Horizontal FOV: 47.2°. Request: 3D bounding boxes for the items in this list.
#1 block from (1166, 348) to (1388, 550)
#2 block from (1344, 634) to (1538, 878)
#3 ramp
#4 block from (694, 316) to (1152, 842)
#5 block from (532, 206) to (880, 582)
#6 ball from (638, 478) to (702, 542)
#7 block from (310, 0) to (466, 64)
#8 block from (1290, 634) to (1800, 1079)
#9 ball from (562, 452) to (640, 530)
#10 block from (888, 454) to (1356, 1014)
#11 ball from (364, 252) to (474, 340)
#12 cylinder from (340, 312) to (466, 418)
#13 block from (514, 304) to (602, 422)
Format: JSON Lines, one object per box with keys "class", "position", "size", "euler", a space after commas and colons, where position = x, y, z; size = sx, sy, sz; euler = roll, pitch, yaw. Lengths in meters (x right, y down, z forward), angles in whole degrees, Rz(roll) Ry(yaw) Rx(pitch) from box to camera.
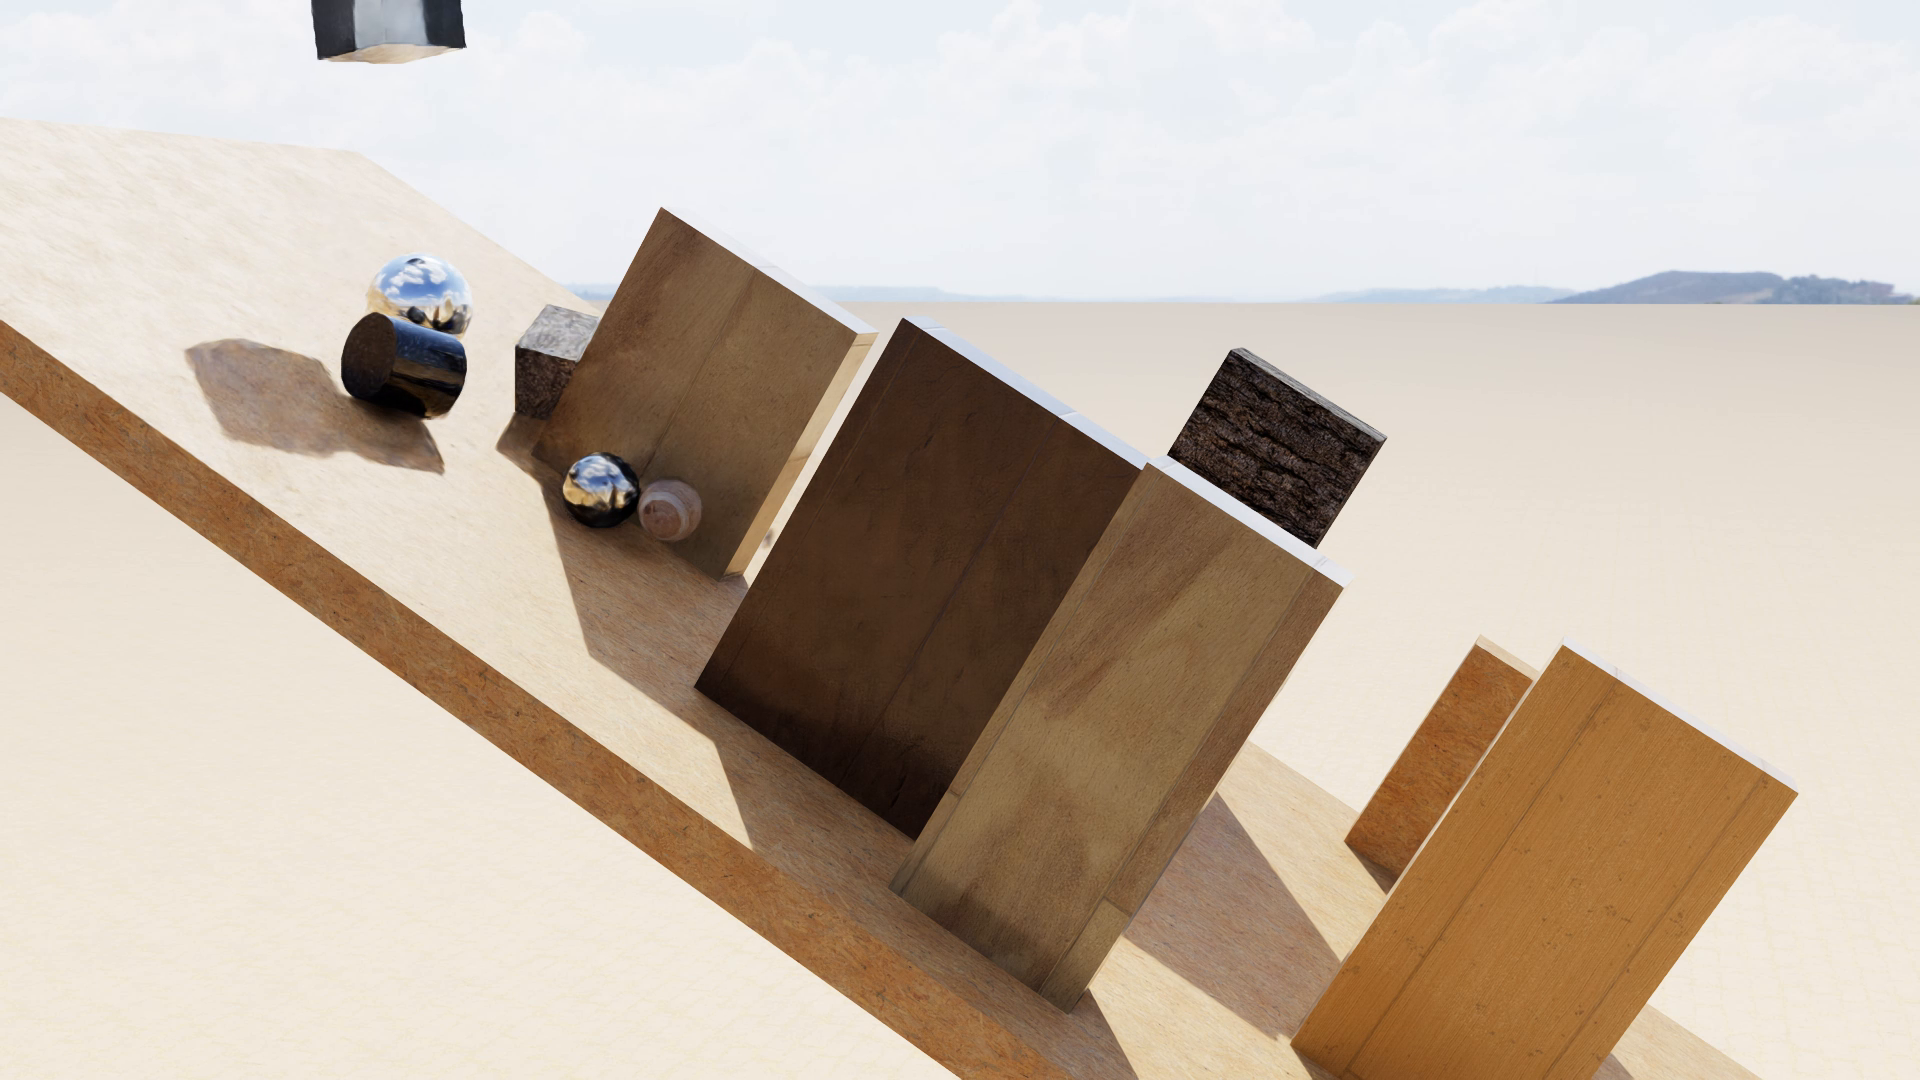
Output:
{"class": "block", "position": [0.508, 0.033, 4.494], "size": [0.346, 0.781, 0.147], "euler": [33, 15, 11]}
{"class": "block", "position": [1.111, 0.521, 4.599], "size": [0.387, 0.507, 0.131], "euler": [33, 15, 11]}
{"class": "ramp", "position": [-0.168, 0.276, 4.119], "size": [4.000, 0.100, 2.000], "euler": [33, 15, 11]}
{"class": "block", "position": [-0.058, 0.062, 3.467], "size": [0.445, 0.694, 0.119], "euler": [33, 15, 11]}
{"class": "block", "position": [-0.476, -0.270, 4.068], "size": [0.441, 0.534, 0.116], "euler": [33, 15, 11]}
{"class": "ball", "position": [-0.518, -0.054, 3.928], "size": [0.114, 0.114, 0.114], "euler": [0, 7, 0]}
{"class": "block", "position": [-1.117, -1.046, 4.278], "size": [0.201, 0.201, 0.201], "euler": [-2, 6, 36]}
{"class": "block", "position": [0.897, 0.586, 3.428], "size": [0.401, 0.780, 0.095], "euler": [33, 15, 11]}
{"class": "ball", "position": [-0.641, -0.088, 3.930], "size": [0.137, 0.137, 0.137], "euler": [0, 7, 0]}
{"class": "block", "position": [0.227, 0.283, 3.185], "size": [0.322, 0.748, 0.127], "euler": [33, 15, 11]}
{"class": "ball", "position": [-1.038, -0.450, 4.222], "size": [0.202, 0.202, 0.202], "euler": [0, 7, 0]}
{"class": "cylinder", "position": [-0.991, -0.310, 3.918], "size": [0.155, 0.155, 0.155], "euler": [5, -6, 38]}
{"class": "block", "position": [-0.763, -0.335, 4.289], "size": [0.159, 0.159, 0.159], "euler": [15, 39, 6]}
